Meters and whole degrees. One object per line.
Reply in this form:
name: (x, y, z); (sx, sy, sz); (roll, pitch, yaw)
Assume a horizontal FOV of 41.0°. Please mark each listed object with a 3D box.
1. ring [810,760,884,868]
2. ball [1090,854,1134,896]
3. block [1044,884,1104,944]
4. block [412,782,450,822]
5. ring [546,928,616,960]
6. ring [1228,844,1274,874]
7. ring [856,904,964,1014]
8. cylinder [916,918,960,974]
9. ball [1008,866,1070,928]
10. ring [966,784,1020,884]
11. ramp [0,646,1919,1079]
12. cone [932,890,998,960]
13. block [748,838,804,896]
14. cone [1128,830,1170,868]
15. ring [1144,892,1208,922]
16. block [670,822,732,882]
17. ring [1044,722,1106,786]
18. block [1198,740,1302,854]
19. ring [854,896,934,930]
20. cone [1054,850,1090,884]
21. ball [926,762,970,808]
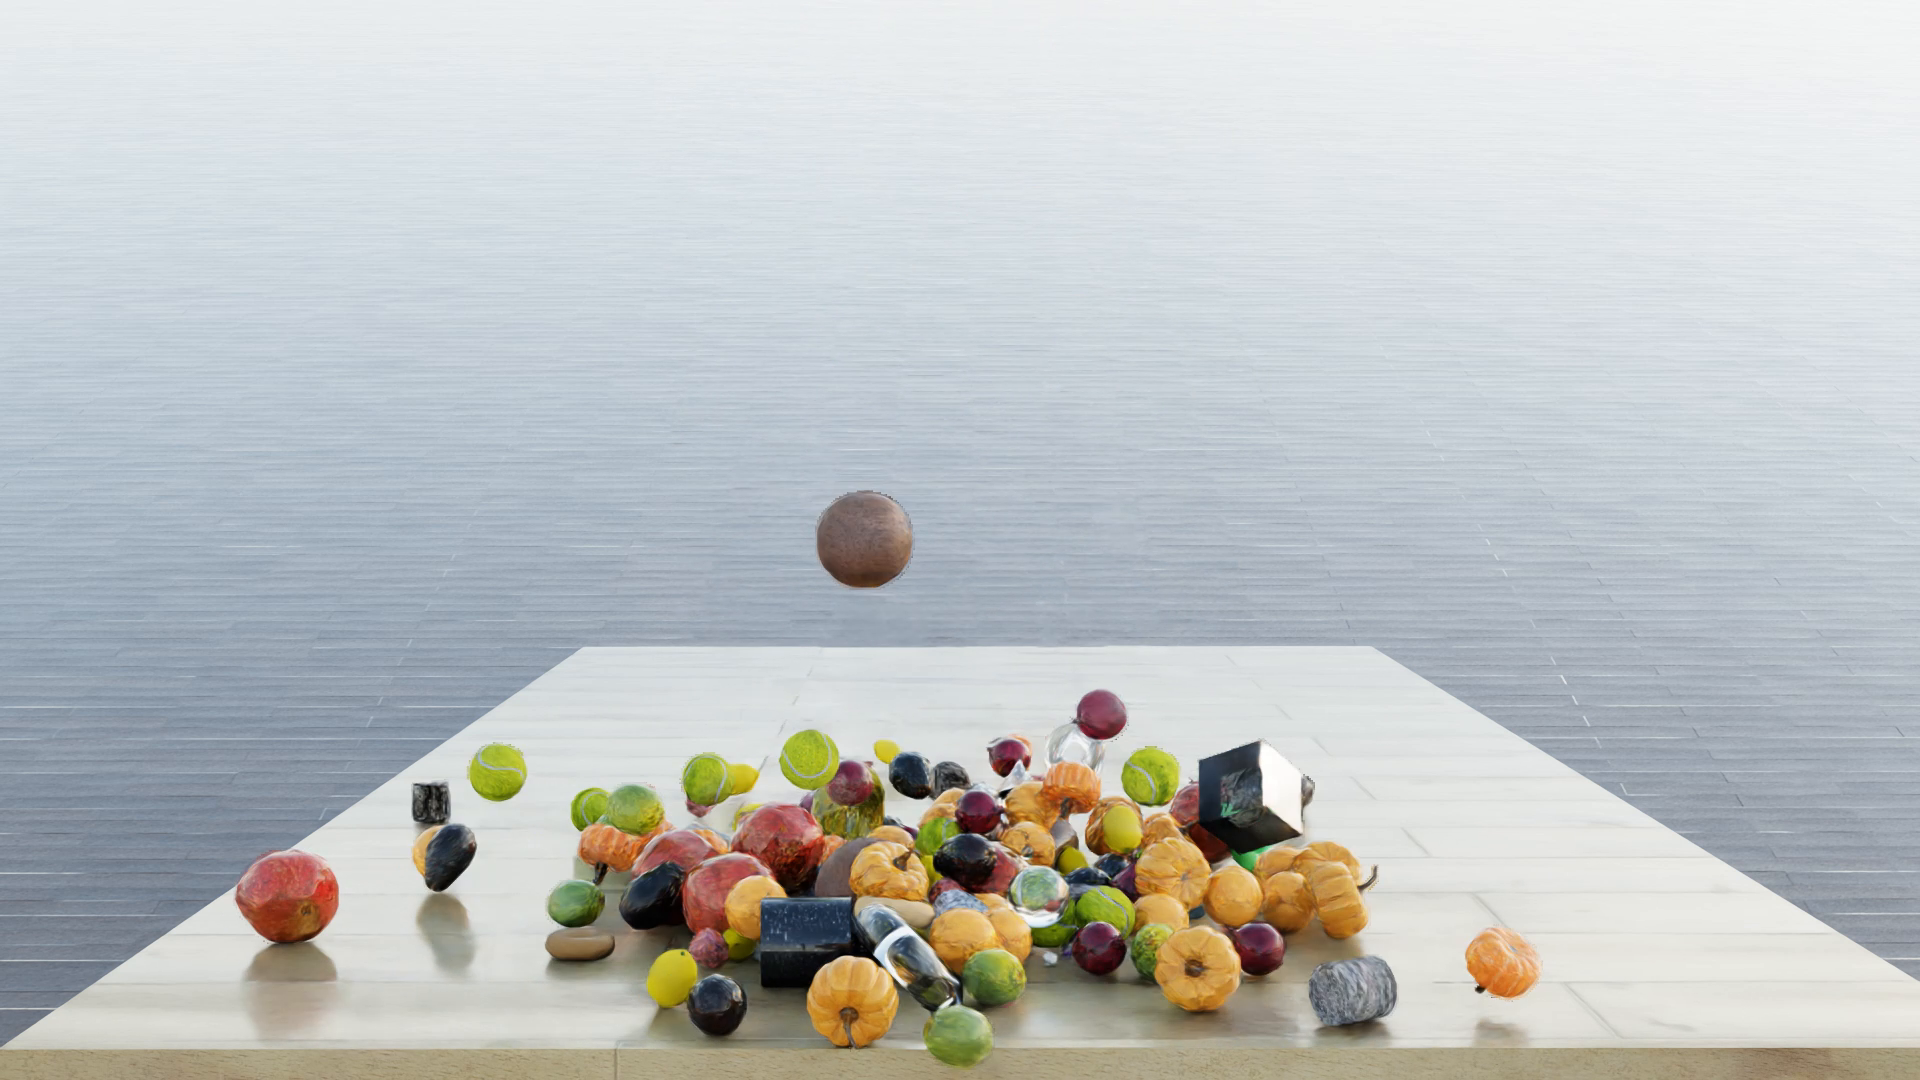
ring: (-0.152, 0.372, 3.481); (0.049, 0.148, 0.148); (8, 22, 29)
ball: (0.195, 0.430, 3.298); (0.054, 0.054, 0.054); (0, 21, 0)
block: (0.135, 0.442, 3.050); (0.058, 0.058, 0.058); (1, 3, 16)
block: (-0.799, 0.396, 3.884); (0.053, 0.053, 0.053); (-2, 1, -8)
ring: (-0.436, 0.464, 2.950); (0.080, 0.027, 0.080); (2, 3, 0)
ring: (0.388, 0.409, 3.442); (0.028, 0.083, 0.083); (-35, 2, 31)
ring: (-0.053, 0.438, 2.690); (0.048, 0.143, 0.143); (-44, 32, -6)
cylinder: (-0.038, 0.451, 2.828); (0.064, 0.064, 0.064); (-3, 21, -14)
ball: (0.088, 0.399, 2.876); (0.070, 0.070, 0.070); (0, 21, 0)
ring: (0.043, 0.385, 3.365); (0.046, 0.139, 0.139); (-18, 21, 1)
ramp: (0.048, 0.436, 4.532); (2.000, 0.100, 4.000); (0, 3, 0)
cone: (-0.017, 0.454, 2.889); (0.088, 0.088, 0.088); (12, 30, 29)
block: (-0.238, 0.423, 3.336); (0.064, 0.064, 0.064); (0, 3, 4)
cone: (0.246, 0.433, 3.493); (0.057, 0.057, 0.057); (-28, 27, -11)
ring: (0.266, 0.451, 3.168); (0.080, 0.027, 0.080); (-1, 4, 0)
block: (-0.345, 0.415, 3.424); (0.054, 0.054, 0.054); (22, 7, 8)
ring: (0.160, 0.298, 3.587); (0.089, 0.089, 0.030); (8, -4, 21)
block: (0.359, 0.318, 3.174); (0.091, 0.091, 0.091); (-22, 47, 31)
ring: (-0.072, 0.404, 2.782); (0.089, 0.030, 0.089); (7, -8, 1)
cone: (0.128, 0.442, 3.335); (0.057, 0.057, 0.057); (-33, 35, -29)
ball: (-0.019, 0.381, 4.004); (0.071, 0.071, 0.071); (0, 21, 0)
